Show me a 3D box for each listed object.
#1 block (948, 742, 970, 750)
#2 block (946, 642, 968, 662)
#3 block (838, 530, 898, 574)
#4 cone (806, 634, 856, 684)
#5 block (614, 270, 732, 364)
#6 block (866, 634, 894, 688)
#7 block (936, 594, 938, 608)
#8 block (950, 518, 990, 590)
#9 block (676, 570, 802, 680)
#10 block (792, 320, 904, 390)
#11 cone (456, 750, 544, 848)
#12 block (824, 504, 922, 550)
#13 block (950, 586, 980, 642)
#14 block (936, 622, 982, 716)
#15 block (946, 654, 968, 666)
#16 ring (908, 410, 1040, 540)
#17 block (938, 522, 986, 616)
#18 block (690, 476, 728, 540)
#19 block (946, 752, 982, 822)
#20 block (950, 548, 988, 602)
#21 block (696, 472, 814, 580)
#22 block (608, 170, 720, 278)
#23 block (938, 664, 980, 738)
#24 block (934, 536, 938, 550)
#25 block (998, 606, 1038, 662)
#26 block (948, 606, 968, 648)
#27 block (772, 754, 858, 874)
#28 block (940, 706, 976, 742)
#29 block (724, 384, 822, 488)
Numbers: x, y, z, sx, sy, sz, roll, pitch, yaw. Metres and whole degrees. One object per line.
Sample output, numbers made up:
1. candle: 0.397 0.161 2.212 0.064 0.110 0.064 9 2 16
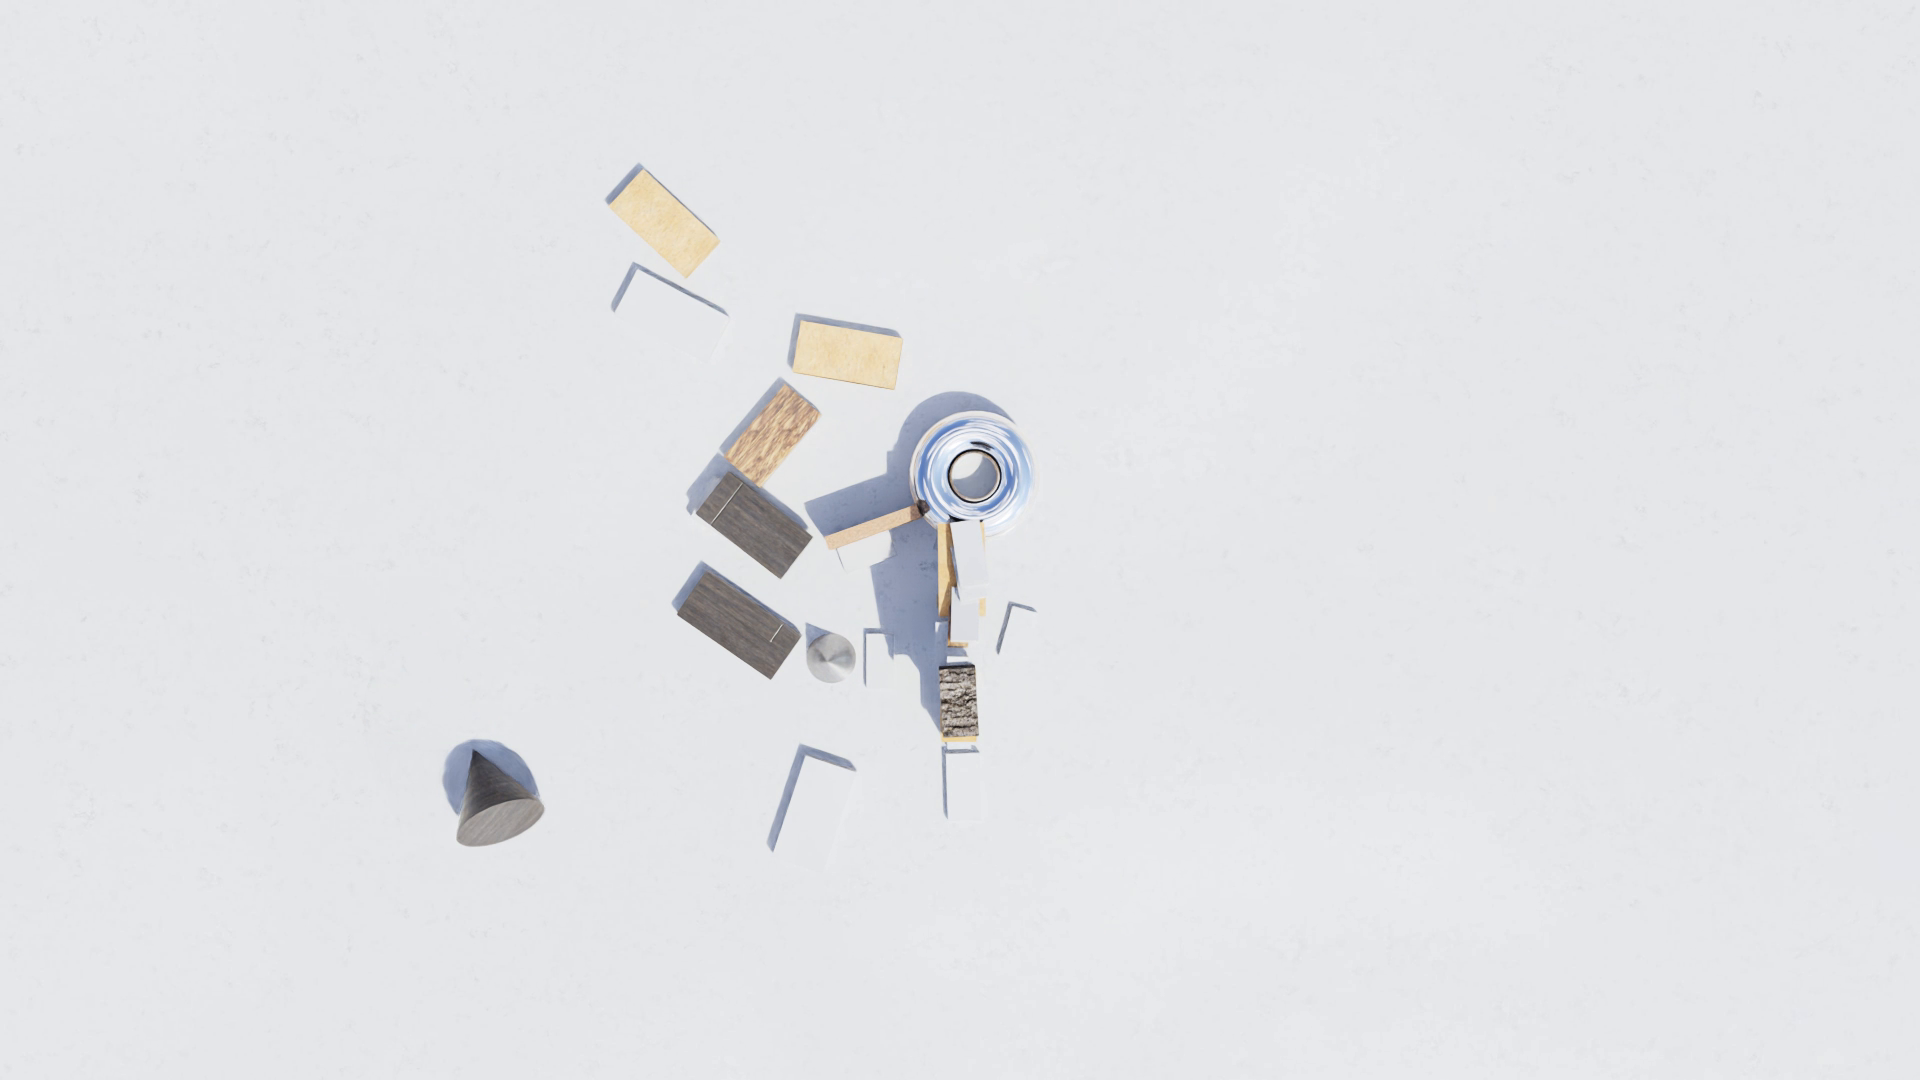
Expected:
1. block: -0.004 0.598 5.337 0.076 0.022 0.152 -1 89 0
2. block: -0.010 0.383 5.127 0.065 0.018 0.131 -2 83 0
3. block: -0.308 0.040 5.487 0.182 0.026 0.091 -20 90 0
4. cone: -0.429 0.395 5.417 0.167 0.167 0.167 0 90 0
5. block: -0.954 -0.741 5.476 0.341 0.048 0.171 28 90 0
6. block: -0.265 0.402 5.487 0.091 0.026 0.182 0 90 0
7. block: 0.000 0.199 5.353 0.147 0.293 0.042 0 88 0
8. block: 0.031 0.043 5.121 0.091 0.026 0.207 -9 76 0
9. block: -0.732 0.282 5.475 0.382 0.050 0.176 35 90 0
10. block: -0.371 -0.612 5.476 0.341 0.048 0.171 10 90 0
11. cone: -1.560 0.810 5.435 0.290 0.290 0.290 -29 63 0
12. block: -0.284 -0.042 5.421 0.316 0.158 0.045 -20 90 0
13. block: 0.016 0.232 5.123 0.086 0.024 0.172 1 70 0
14. block: -0.003 0.404 5.186 0.147 0.042 0.293 0 90 0
15. block: -0.009 0.420 5.092 0.065 0.018 0.130 2 105 -2
16. ring: 0.048 -0.210 5.429 0.434 0.145 0.434 0 91 0
17. block: 0.006 0.093 5.185 0.147 0.042 0.293 -1 90 0
18. block: -0.717 -0.062 5.478 0.316 0.045 0.158 31 90 0
19. block: 0.013 0.820 5.484 0.112 0.032 0.224 -2 90 0
20. block: 0.028 0.101 5.133 0.086 0.024 0.172 -11 76 0
21. block: -0.675 -0.048 5.430 0.353 0.050 0.176 38 90 0
22. block: -0.980 -1.048 5.476 0.341 0.048 0.171 43 90 0
23. block: -0.003 0.497 5.088 0.112 0.032 0.224 -3 106 0
24. block: -0.010 0.030 5.353 0.147 0.293 0.042 17 90 0
25. block: 0.193 0.313 5.488 0.086 0.024 0.172 15 90 0
26. block: -0.004 0.269 5.133 0.065 0.018 0.131 2 70 0
27. block: -0.482 0.908 5.475 0.176 0.050 0.353 18 90 0
28. block: -0.004 0.516 5.149 0.112 0.032 0.224 0 90 0
29. block: -0.621 -0.345 5.478 0.158 0.045 0.316 40 90 0
